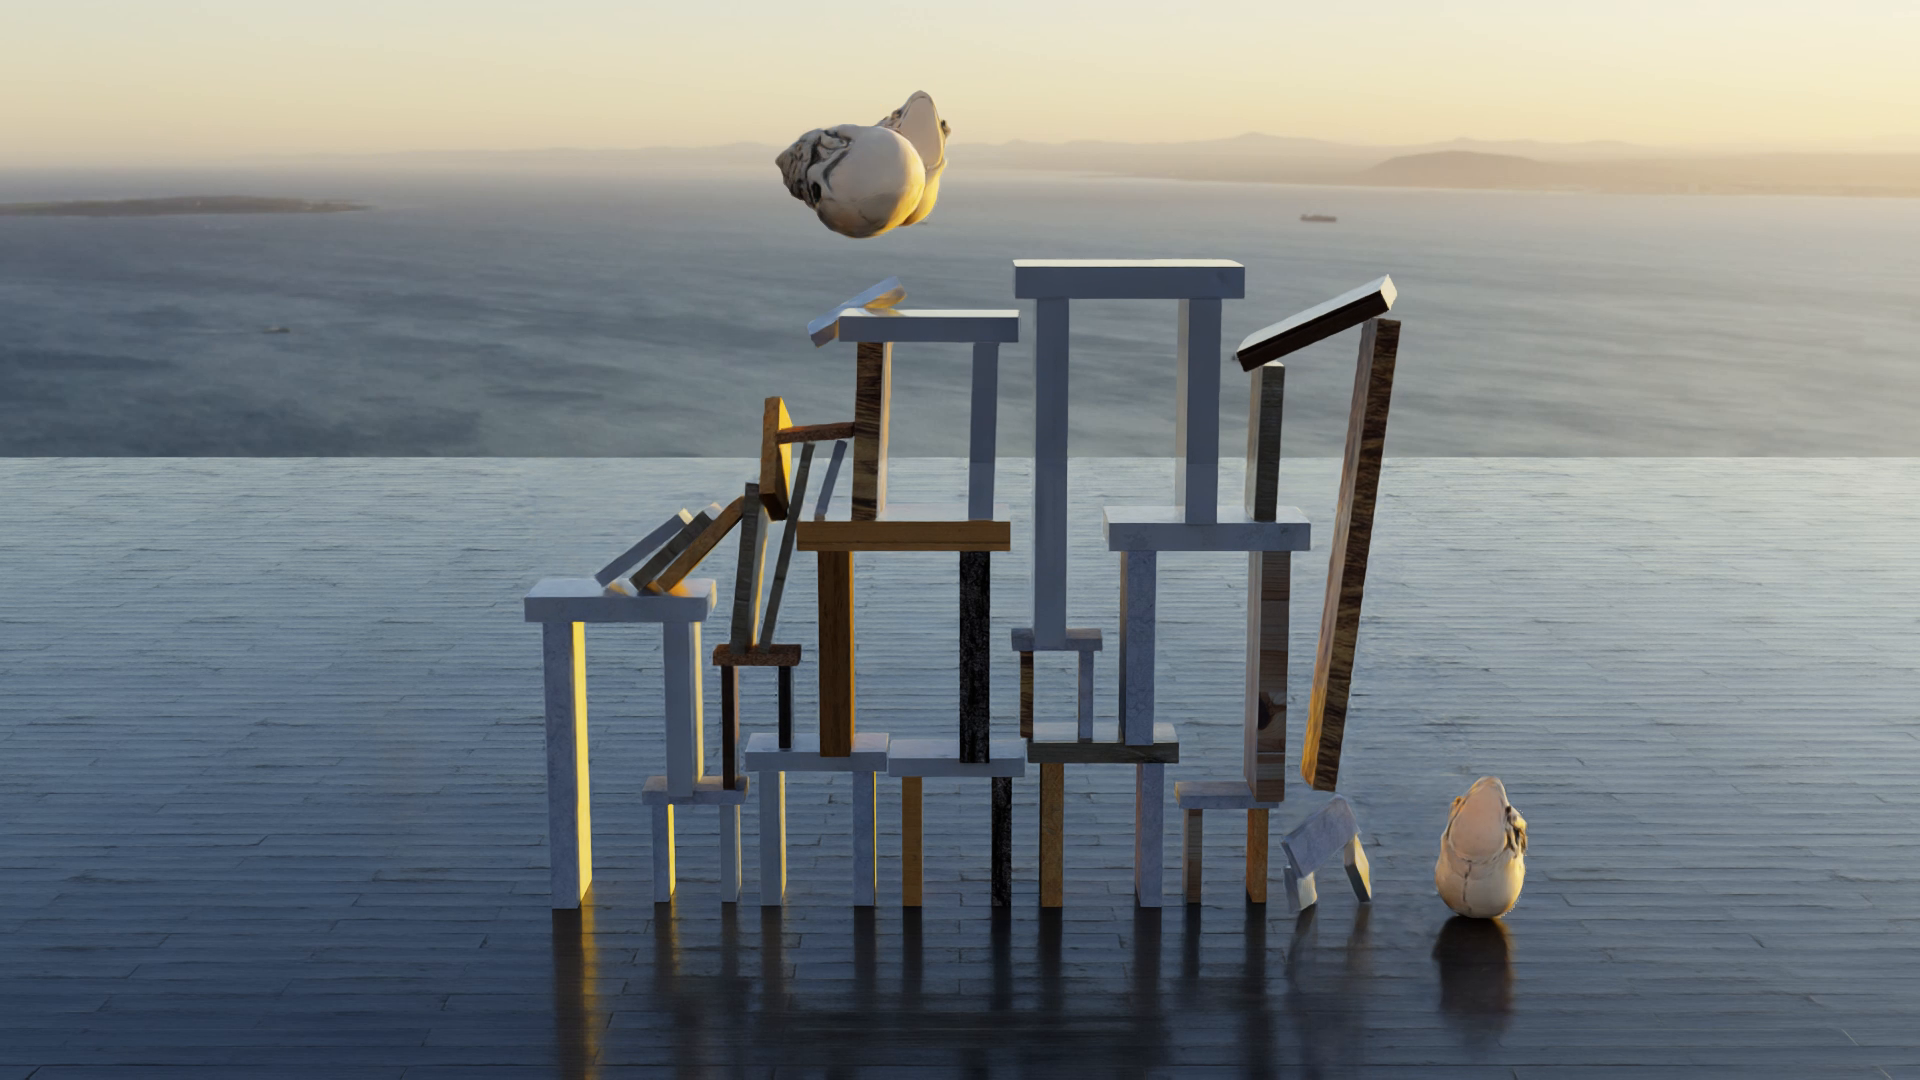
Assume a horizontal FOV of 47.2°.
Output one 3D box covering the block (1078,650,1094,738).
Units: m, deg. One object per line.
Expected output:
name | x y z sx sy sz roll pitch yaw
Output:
block | 0.206 0.244 3.607 0.021 0.146 0.073 0 11 0

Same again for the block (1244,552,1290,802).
block | 0.501 0.206 3.597 0.045 0.413 0.159 0 11 0

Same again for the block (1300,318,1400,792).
block | 0.609 0.022 3.443 0.035 0.733 0.123 7 5 -1

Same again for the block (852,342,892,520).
block | -0.141 -0.183 3.521 0.040 0.280 0.140 3 11 4

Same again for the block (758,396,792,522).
block | -0.297 -0.131 3.552 0.025 0.180 0.090 -4 -29 8

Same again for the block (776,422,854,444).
block | -0.227 -0.172 3.524 0.123 0.017 0.062 -5 11 11

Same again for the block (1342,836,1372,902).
block | 0.648 0.531 3.592 0.019 0.068 0.136 -9 -37 17

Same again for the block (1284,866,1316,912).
block | 0.552 0.560 3.567 0.019 0.068 0.136 -10 -5 19

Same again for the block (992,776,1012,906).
block | 0.069 0.482 3.645 0.031 0.221 0.110 0 11 0

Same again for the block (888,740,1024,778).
block | -0.005 0.359 3.620 0.221 0.031 0.110 0 11 0

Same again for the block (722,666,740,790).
block | -0.377 0.300 3.618 0.020 0.209 0.069 1 11 1

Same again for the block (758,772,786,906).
block | -0.311 0.477 3.649 0.032 0.229 0.114 0 11 0

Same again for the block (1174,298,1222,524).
block | 0.380 -0.215 3.518 0.050 0.354 0.177 0 11 0

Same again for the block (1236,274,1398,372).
block | 0.564 -0.343 3.474 0.246 0.035 0.123 -23 10 23

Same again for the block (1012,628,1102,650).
block | 0.157 0.163 3.590 0.146 0.021 0.073 0 11 0

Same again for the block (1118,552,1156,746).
block | 0.289 0.160 3.589 0.045 0.319 0.159 0 11 0

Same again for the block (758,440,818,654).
block | -0.279 0.009 3.557 0.017 0.351 0.062 13 11 -2

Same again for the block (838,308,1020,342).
block | -0.047 -0.341 3.494 0.280 0.040 0.140 1 11 2

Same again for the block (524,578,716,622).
block | -0.550 0.098 3.578 0.290 0.041 0.145 0 11 0

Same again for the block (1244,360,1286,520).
block | 0.488 -0.163 3.531 0.035 0.246 0.123 2 11 0

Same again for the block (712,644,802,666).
block | -0.331 0.188 3.596 0.138 0.020 0.069 0 11 1

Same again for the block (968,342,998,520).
block | 0.037 -0.183 3.522 0.040 0.280 0.140 2 11 0

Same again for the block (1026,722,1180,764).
block | 0.232 0.334 3.619 0.244 0.035 0.122 0 11 0

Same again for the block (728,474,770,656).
block | -0.339 0.039 3.566 0.025 0.283 0.090 8 12 6

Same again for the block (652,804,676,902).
block | -0.493 0.508 3.656 0.024 0.167 0.083 0 11 0

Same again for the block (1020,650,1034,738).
block | 0.109 0.244 3.607 0.021 0.146 0.073 0 11 0

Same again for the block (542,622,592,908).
block | -0.647 0.354 3.626 0.041 0.480 0.145 0 11 0

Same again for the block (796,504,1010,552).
block | -0.089 -0.021 3.552 0.338 0.048 0.169 0 11 0

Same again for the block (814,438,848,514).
block | -0.206 -0.105 3.538 0.017 0.123 0.062 17 10 -3

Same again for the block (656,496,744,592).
block | -0.413 0.006 3.558 0.025 0.180 0.090 44 13 -2

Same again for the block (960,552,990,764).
block | 0.024 0.173 3.588 0.048 0.347 0.169 0 11 0

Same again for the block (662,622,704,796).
block | -0.453 0.260 3.609 0.041 0.290 0.145 0 11 0

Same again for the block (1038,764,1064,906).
block | 0.151 0.471 3.644 0.035 0.244 0.122 0 11 0

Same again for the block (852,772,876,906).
block | -0.158 0.477 3.649 0.032 0.229 0.114 0 11 0

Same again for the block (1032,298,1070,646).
block | 0.144 -0.118 3.535 0.050 0.551 0.177 0 11 0

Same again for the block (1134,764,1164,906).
block | 0.314 0.471 3.644 0.035 0.244 0.122 0 11 0

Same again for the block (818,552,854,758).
block | -0.201 0.168 3.588 0.048 0.338 0.169 0 11 0

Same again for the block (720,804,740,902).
block | -0.382 0.508 3.656 0.024 0.167 0.083 0 11 0

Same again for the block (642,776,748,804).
block | -0.437 0.414 3.639 0.167 0.024 0.083 0 11 0

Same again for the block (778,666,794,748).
block | -0.285 0.265 3.609 0.020 0.138 0.069 1 11 0

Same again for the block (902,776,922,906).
block | -0.078 0.482 3.645 0.031 0.220 0.110 0 11 0

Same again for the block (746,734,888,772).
block | -0.234 0.349 3.625 0.229 0.032 0.114 0 11 0

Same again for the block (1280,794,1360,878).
block | 0.574 0.472 3.498 0.136 0.068 0.019 -34 17 -28

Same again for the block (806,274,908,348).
block | -0.172 -0.380 3.644 0.171 0.024 0.085 -29 20 2

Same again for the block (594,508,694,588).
block | -0.514 0.012 3.579 0.171 0.024 0.086 -36 5 5

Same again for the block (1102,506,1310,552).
block | 0.395 -0.019 3.556 0.319 0.045 0.159 0 11 0

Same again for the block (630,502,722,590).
block | -0.459 0.010 3.572 0.171 0.024 0.086 -42 3 12

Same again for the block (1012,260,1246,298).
block | 0.262 -0.413 3.481 0.354 0.050 0.177 0 11 0

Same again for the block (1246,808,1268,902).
block | 0.494 0.511 3.652 0.023 0.161 0.081 0 11 0

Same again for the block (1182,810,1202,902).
block | 0.386 0.511 3.652 0.023 0.161 0.081 0 11 0

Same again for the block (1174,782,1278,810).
block | 0.440 0.421 3.633 0.161 0.023 0.081 0 11 -1
